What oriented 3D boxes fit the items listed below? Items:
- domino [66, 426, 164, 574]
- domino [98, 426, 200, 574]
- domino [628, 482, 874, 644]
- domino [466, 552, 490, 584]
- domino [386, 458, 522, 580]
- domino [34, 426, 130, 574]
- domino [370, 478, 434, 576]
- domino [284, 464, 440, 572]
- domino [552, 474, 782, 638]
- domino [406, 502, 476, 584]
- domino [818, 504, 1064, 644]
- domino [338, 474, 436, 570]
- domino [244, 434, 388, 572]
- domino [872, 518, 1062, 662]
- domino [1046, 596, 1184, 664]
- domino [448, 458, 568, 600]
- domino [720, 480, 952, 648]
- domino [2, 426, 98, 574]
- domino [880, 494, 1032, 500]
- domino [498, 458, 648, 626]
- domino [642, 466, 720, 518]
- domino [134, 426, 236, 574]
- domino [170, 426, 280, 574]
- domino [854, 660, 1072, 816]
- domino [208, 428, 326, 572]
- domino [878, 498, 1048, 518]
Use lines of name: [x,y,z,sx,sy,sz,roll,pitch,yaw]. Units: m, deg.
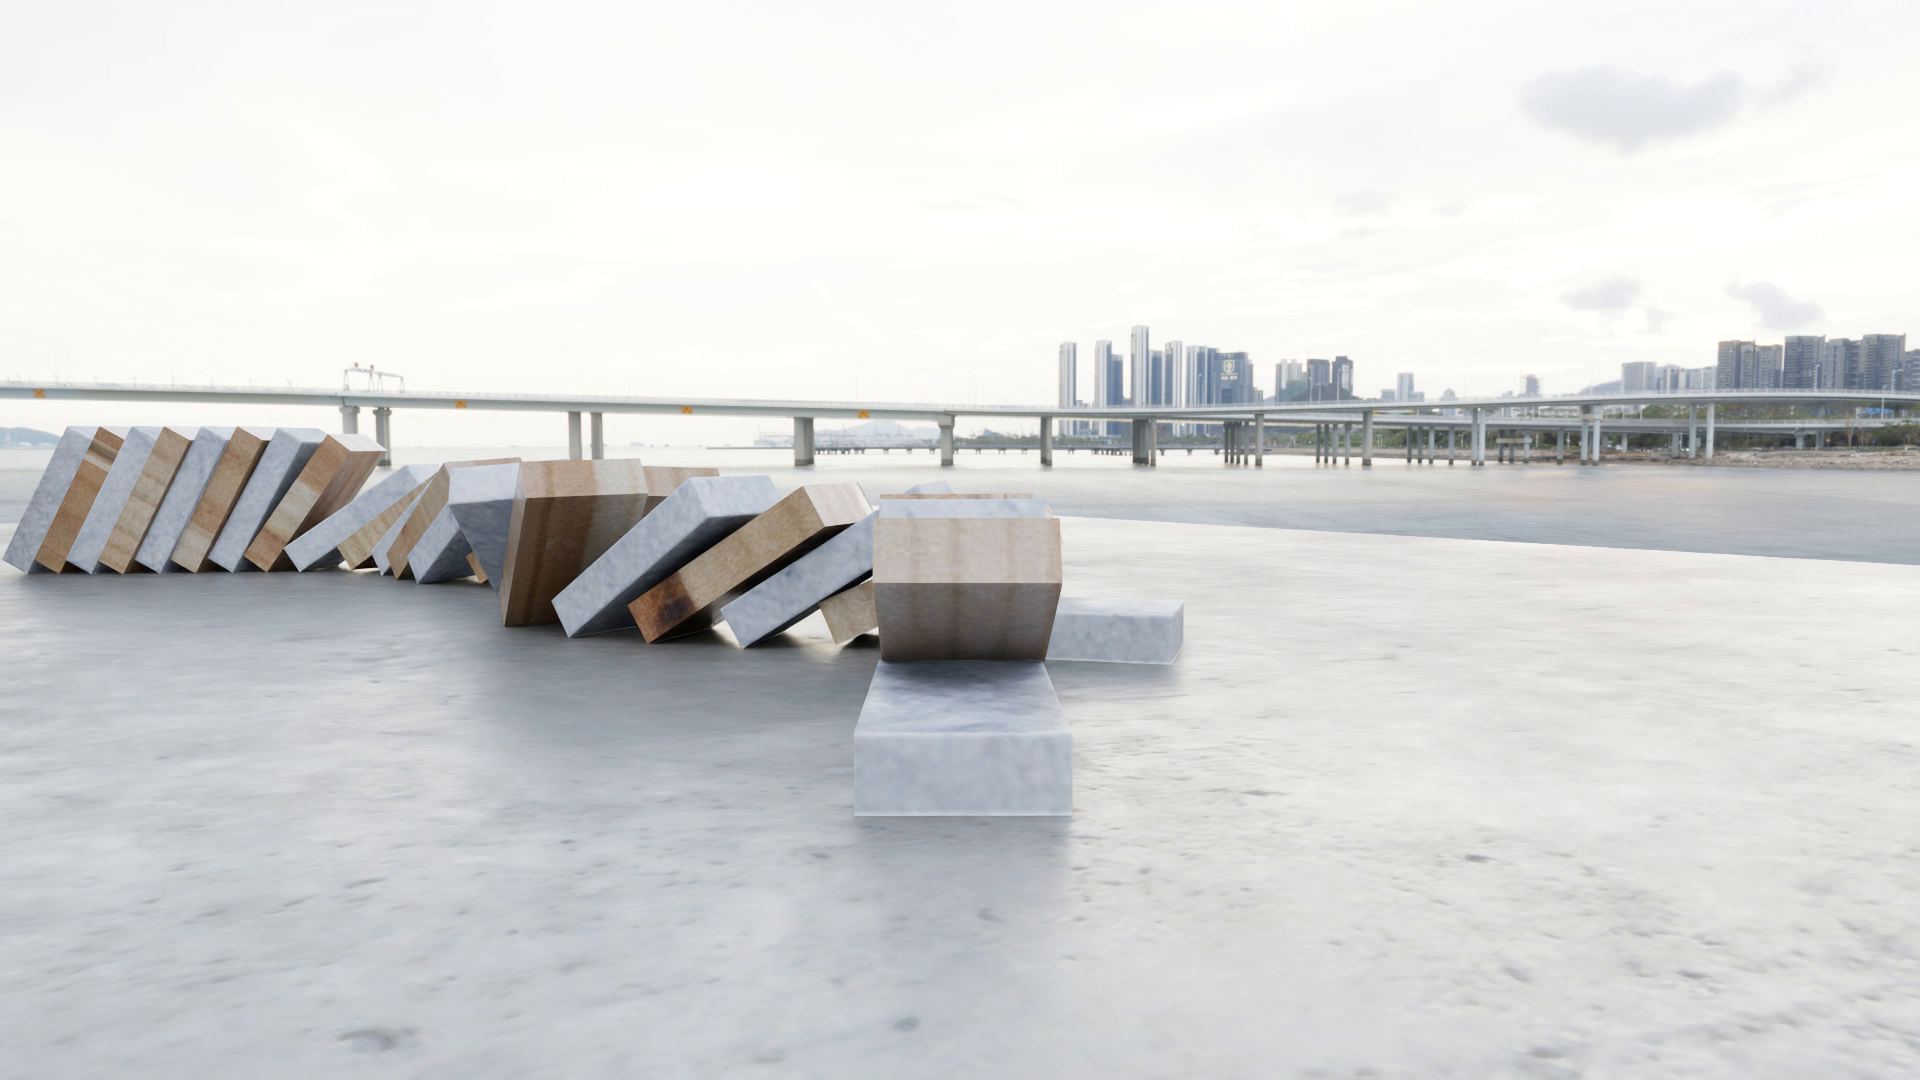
domino: [-0.276,-0.014,0.430,0.009,0.050,0.025,29,5,0]
domino: [-0.265,-0.014,0.429,0.009,0.050,0.025,29,5,0]
domino: [-0.044,0.005,0.277,0.050,0.010,0.025,-32,-8,21]
domino: [-0.121,-0.005,0.387,0.050,0.010,0.025,-33,-7,14]
domino: [-0.156,-0.007,0.398,0.025,0.009,0.050,-10,-26,-50]
domino: [-0.287,-0.014,0.431,0.009,0.050,0.025,29,5,0]
domino: [-0.166,-0.007,0.415,0.050,0.010,0.025,-39,-16,28]
domino: [-0.200,-0.008,0.435,0.050,0.009,0.025,-33,2,3]
domino: [-0.064,0.004,0.282,0.050,0.009,0.025,-36,-15,28]
domino: [-0.144,-0.005,0.386,0.025,0.010,0.050,-10,-23,-50]
domino: [-0.003,0.007,0.274,0.050,0.009,0.025,-24,-2,9]
domino: [-0.180,-0.008,0.430,0.050,0.009,0.025,-34,-4,9]
domino: [-0.218,-0.013,0.435,0.009,0.050,0.025,37,5,-1]
domino: [0.001,0.012,0.193,0.025,0.009,0.050,0,-25,-1]
domino: [0.020,0.018,0.266,0.050,0.009,0.025,1,4,15]
domino: [-0.100,0.000,0.302,0.025,0.009,0.050,-6,-31,-6]
domino: [-0.024,0.005,0.274,0.050,0.010,0.025,-32,-3,13]
domino: [-0.298,-0.014,0.431,0.009,0.050,0.025,29,5,0]
domino: [-0.001,0.008,0.230,0.025,0.009,0.050,0,-27,0]
domino: [-0.088,0.001,0.288,0.025,0.010,0.050,-4,-34,-28]
domino: [-0.089,-0.003,0.364,0.025,0.010,0.050,-1,-30,-41]
domino: [-0.254,-0.014,0.431,0.009,0.050,0.025,29,5,0]
domino: [-0.243,-0.014,0.433,0.009,0.050,0.025,29,5,0]
domino: [0.000,0.025,0.172,0.025,0.009,0.050,0,4,0]
domino: [-0.232,-0.014,0.435,0.010,0.050,0.025,30,5,-1]
domino: [0.000,0.010,0.212,0.025,0.010,0.050,0,-27,-1]
